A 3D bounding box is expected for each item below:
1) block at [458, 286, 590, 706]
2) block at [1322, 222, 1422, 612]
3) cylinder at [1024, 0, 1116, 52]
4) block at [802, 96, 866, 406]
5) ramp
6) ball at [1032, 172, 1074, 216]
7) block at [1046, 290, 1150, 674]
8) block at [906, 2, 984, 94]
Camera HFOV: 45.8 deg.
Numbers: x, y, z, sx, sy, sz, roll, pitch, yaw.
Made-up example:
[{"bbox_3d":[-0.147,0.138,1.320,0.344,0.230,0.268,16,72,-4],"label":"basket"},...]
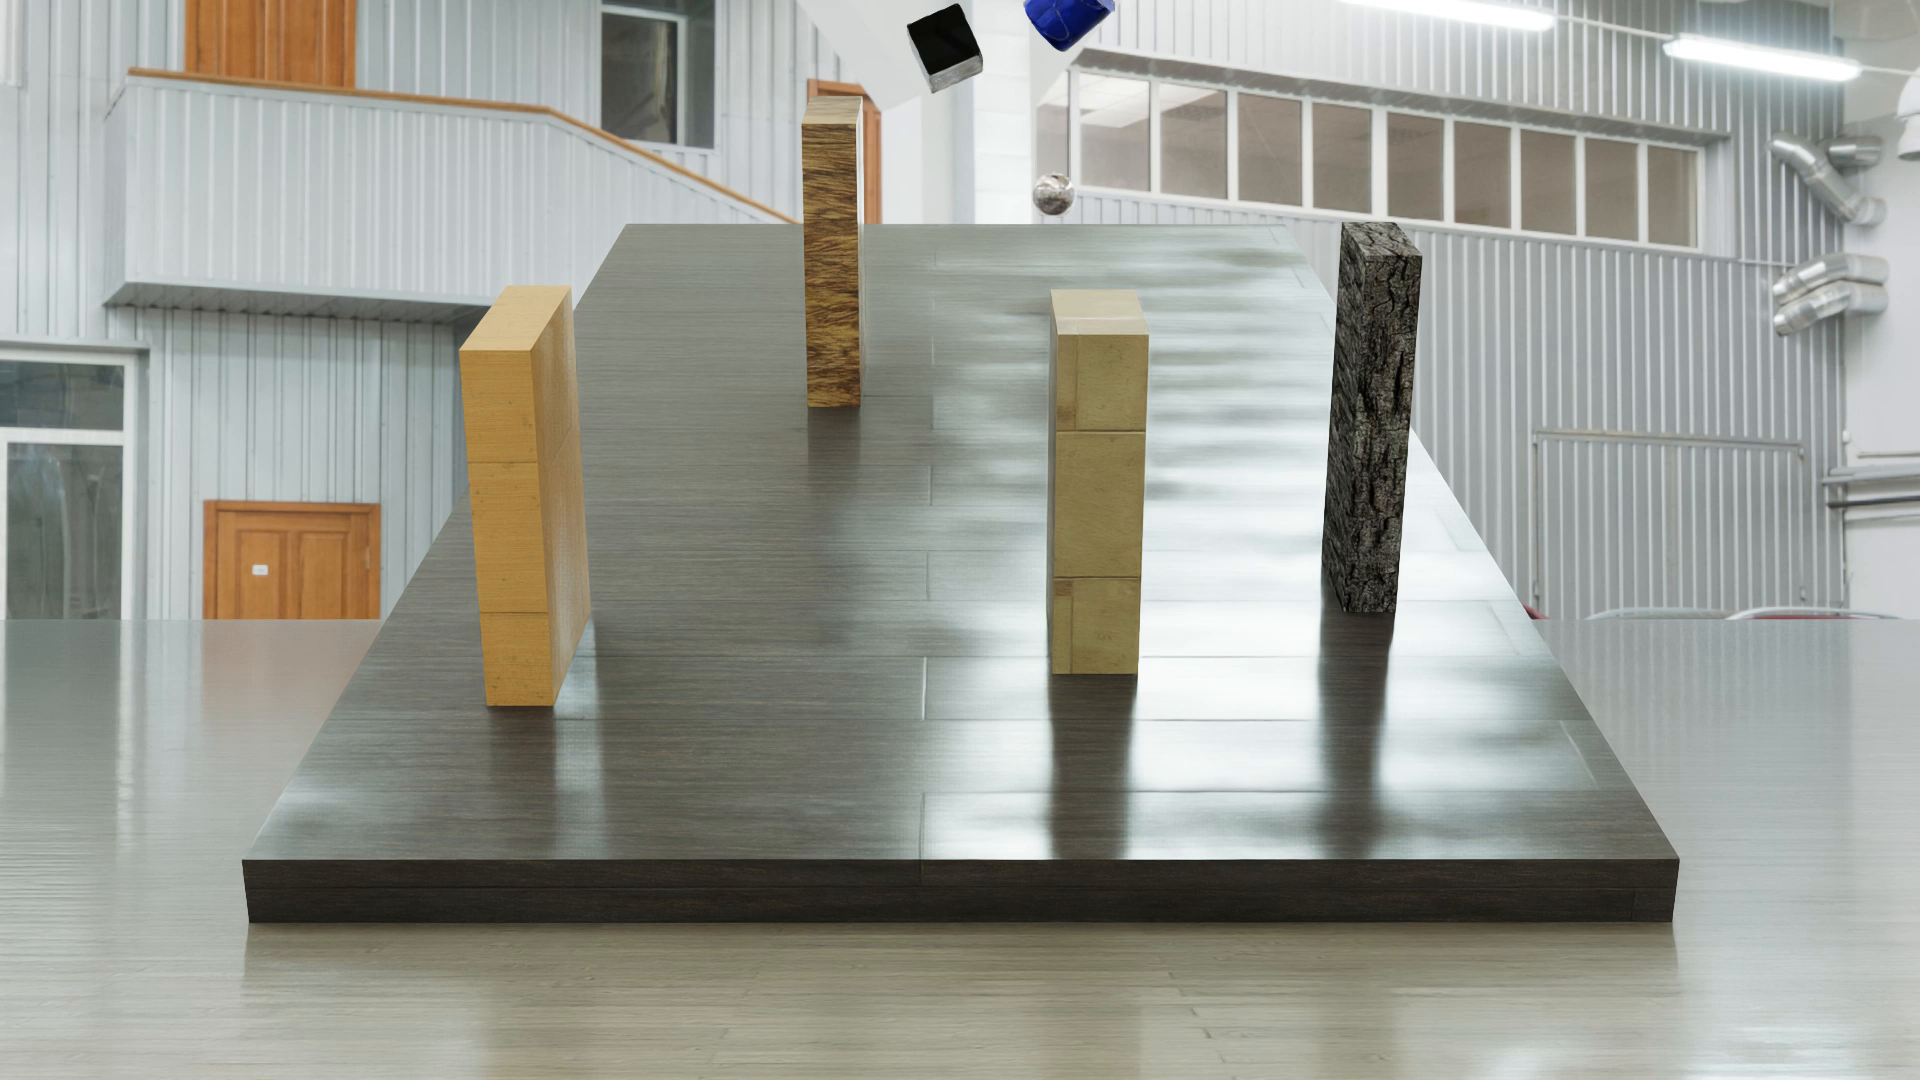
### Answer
[{"bbox_3d":[-0.703,-0.080,3.719,0.107,0.588,0.397,0,21,0],"label":"block"},{"bbox_3d":[0.722,-0.218,4.017,0.094,0.641,0.253,0,21,0],"label":"block"},{"bbox_3d":[0.313,-1.530,6.514,0.187,0.187,0.187,-37,-19,25],"label":"cylinder"},{"bbox_3d":[-0.285,-0.664,5.205,0.119,0.640,0.358,0,21,0],"label":"block"},{"bbox_3d":[-0.005,-0.211,5.052,2.000,0.100,4.000,0,21,0],"label":"ramp"},{"bbox_3d":[0.266,-0.985,6.478,0.122,0.122,0.122,0,-2,0],"label":"ball"},{"bbox_3d":[0.224,-0.100,3.789,0.142,0.579,0.283,0,21,0],"label":"block"},{"bbox_3d":[-0.043,-1.427,6.610,0.166,0.166,0.166,-24,-7,-1],"label":"block"}]
